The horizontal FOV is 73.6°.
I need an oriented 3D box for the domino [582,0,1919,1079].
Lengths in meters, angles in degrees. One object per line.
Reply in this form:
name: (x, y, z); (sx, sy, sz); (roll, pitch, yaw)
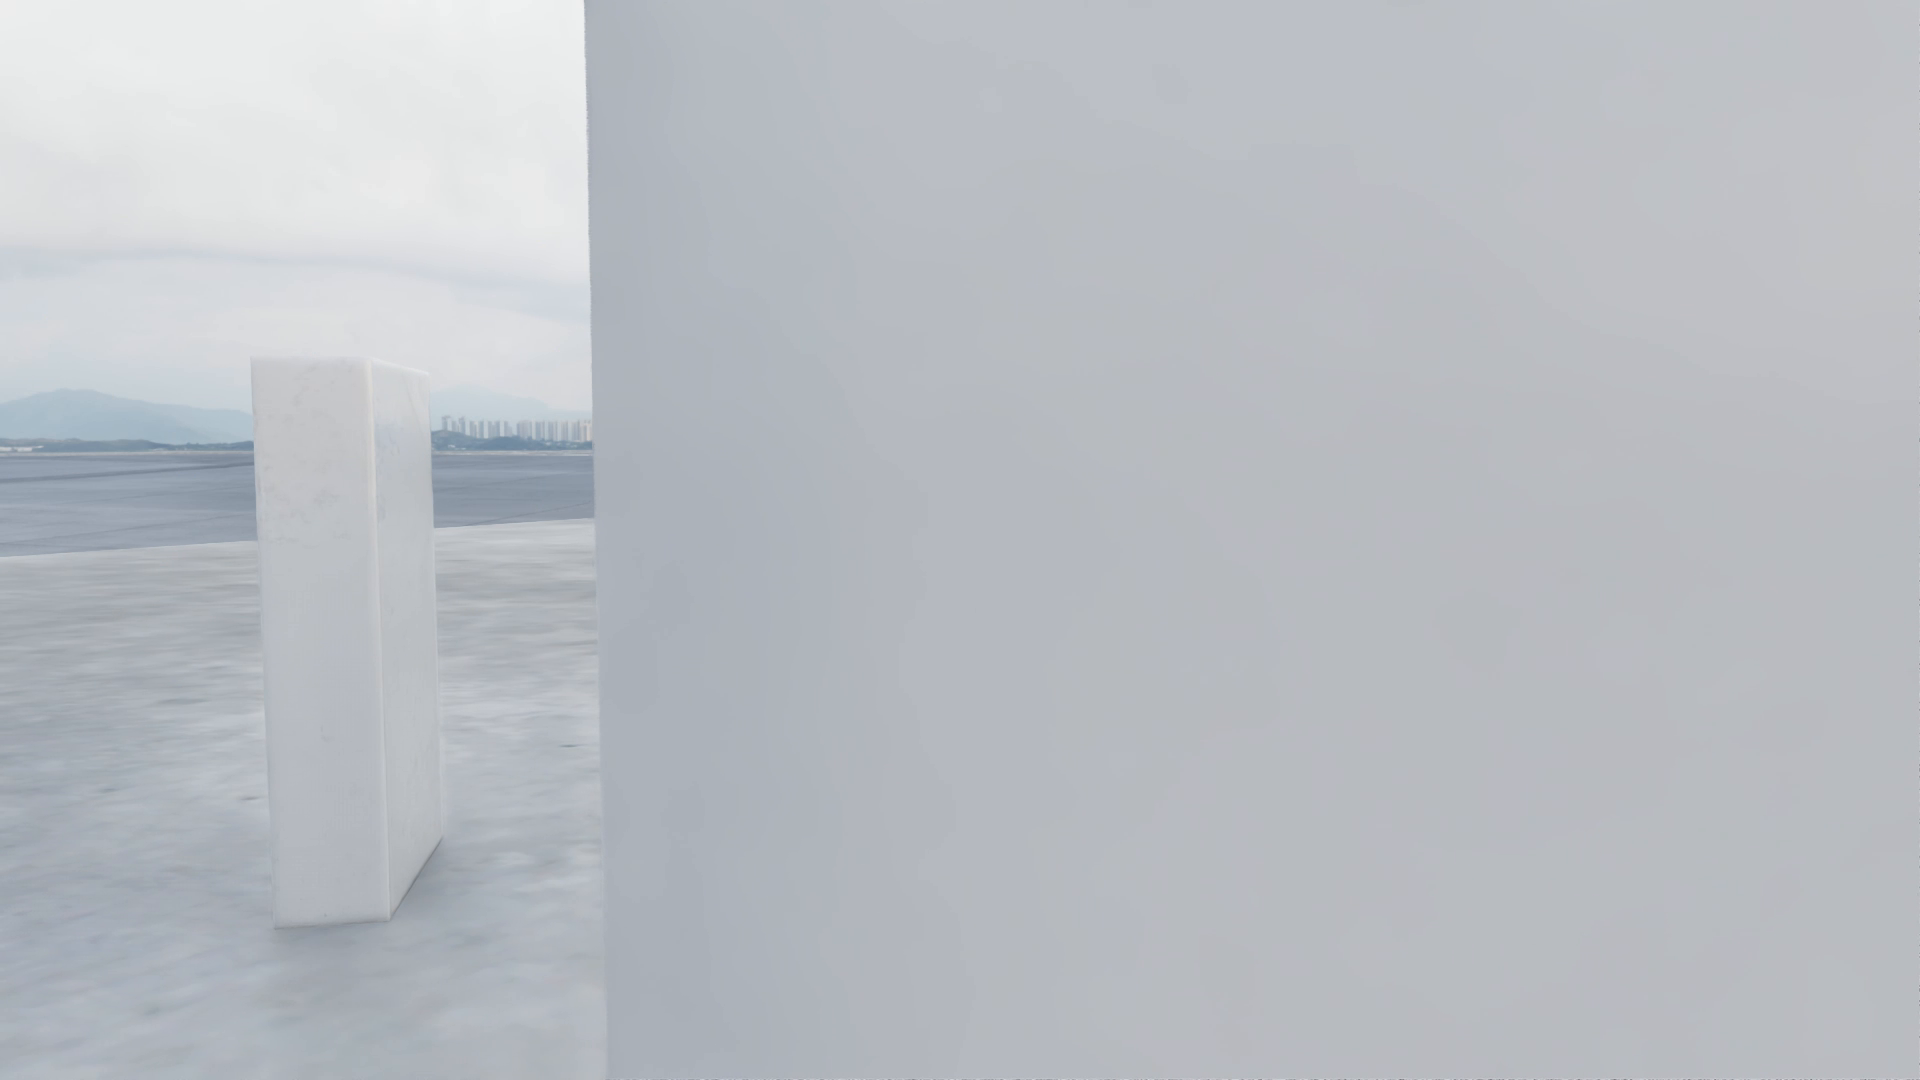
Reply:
domino: (0.013, 0.017, 0.006); (0.025, 0.050, 0.009); (1, 4, 12)

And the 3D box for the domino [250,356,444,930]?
domino: (-0.058, 0.008, 0.124); (0.010, 0.050, 0.025); (-1, 4, -12)
